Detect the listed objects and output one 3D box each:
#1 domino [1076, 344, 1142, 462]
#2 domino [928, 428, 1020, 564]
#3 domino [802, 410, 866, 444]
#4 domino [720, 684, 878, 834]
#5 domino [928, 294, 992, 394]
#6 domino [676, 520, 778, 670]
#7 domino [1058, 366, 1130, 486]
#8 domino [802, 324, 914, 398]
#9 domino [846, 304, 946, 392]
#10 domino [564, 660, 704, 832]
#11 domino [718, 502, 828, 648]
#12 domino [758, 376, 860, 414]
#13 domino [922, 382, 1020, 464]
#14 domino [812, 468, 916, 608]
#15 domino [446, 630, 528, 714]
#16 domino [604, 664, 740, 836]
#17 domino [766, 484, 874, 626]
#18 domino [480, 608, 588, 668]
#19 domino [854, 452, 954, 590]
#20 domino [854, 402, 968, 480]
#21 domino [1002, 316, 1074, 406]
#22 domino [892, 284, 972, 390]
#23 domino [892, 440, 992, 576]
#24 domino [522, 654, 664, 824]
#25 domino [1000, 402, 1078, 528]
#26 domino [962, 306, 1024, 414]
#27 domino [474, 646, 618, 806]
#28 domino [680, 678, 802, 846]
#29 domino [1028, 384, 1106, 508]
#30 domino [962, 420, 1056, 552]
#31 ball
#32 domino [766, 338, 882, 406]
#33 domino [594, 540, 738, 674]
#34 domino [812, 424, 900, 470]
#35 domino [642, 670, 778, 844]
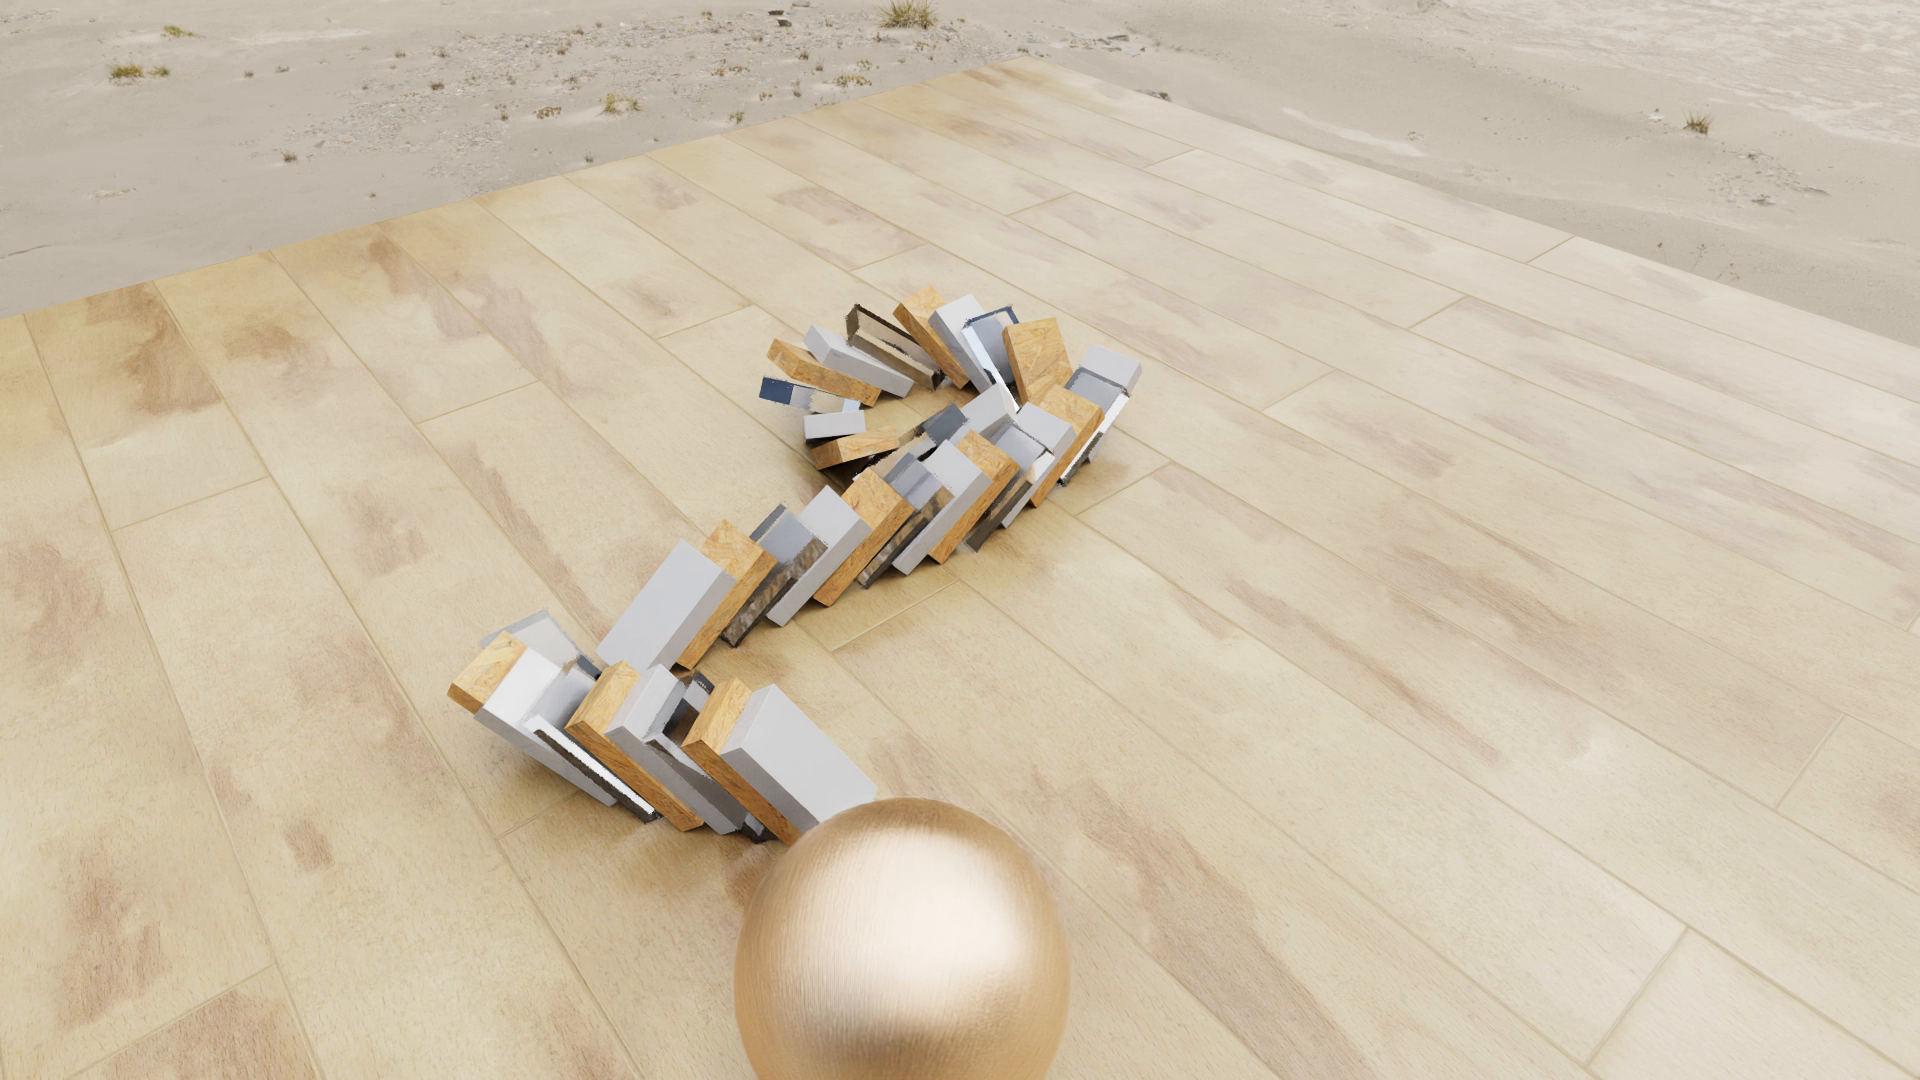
[{"bbox_3d":[0.060,-0.062,0.499,0.025,0.009,0.050,26,77,24],"label":"domino"},{"bbox_3d":[-0.001,-0.018,0.443,0.050,0.009,0.025,-51,52,0],"label":"domino"},{"bbox_3d":[-0.056,-0.049,0.482,0.025,0.010,0.050,-7,4,-8],"label":"domino"},{"bbox_3d":[-0.047,0.070,0.330,0.010,0.050,0.025,-24,27,32],"label":"domino"},{"bbox_3d":[0.009,-0.094,0.537,0.025,0.010,0.050,-32,84,-34],"label":"domino"},{"bbox_3d":[-0.092,0.019,0.400,0.025,0.010,0.050,33,82,34],"label":"domino"},{"bbox_3d":[0.050,-0.051,0.485,0.025,0.010,0.050,31,80,30],"label":"domino"},{"bbox_3d":[-0.048,-0.085,0.526,0.050,0.010,0.025,17,25,-40],"label":"domino"},{"bbox_3d":[-0.031,-0.094,0.536,0.050,0.010,0.025,26,30,-27],"label":"domino"},{"bbox_3d":[-0.094,0.063,0.338,0.010,0.050,0.025,-25,27,32],"label":"domino"},{"bbox_3d":[-0.075,0.013,0.408,0.050,0.010,0.025,-47,52,-3],"label":"domino"},{"bbox_3d":[-0.067,-0.064,0.499,0.025,0.010,0.050,15,5,18],"label":"domino"},{"bbox_3d":[0.001,-0.045,0.476,0.050,0.010,0.025,-34,36,18],"label":"domino"},{"bbox_3d":[-0.043,-0.001,0.423,0.050,0.009,0.025,-49,50,1],"label":"domino"},{"bbox_3d":[-0.136,0.054,0.357,0.050,0.010,0.025,37,43,-6],"label":"domino"},{"bbox_3d":[-0.082,0.064,0.336,0.010,0.050,0.025,-25,28,32],"label":"domino"},{"bbox_3d":[-0.059,0.006,0.416,0.050,0.010,0.025,-47,50,-1],"label":"domino"},{"bbox_3d":[-0.146,0.046,0.387,0.025,0.010,0.050,-29,47,-31],"label":"domino"},{"bbox_3d":[-0.028,-0.008,0.430,0.050,0.010,0.025,-47,52,3],"label":"domino"},{"bbox_3d":[-0.021,-0.038,0.465,0.050,0.009,0.025,-27,17,44],"label":"domino"},{"bbox_3d":[0.039,-0.078,0.516,0.025,0.010,0.050,-13,79,-15],"label":"domino"},{"bbox_3d":[-0.007,-0.101,0.544,0.050,0.009,0.025,48,48,-1],"label":"domino"},{"bbox_3d":[-0.013,-0.013,0.436,0.050,0.009,0.025,-47,53,3],"label":"domino"},{"bbox_3d":[-0.107,0.062,0.340,0.010,0.050,0.025,-27,26,34],"label":"domino"},{"bbox_3d":[0.024,-0.032,0.463,0.025,0.009,0.050,33,80,33],"label":"domino"},{"bbox_3d":[0.024,-0.086,0.527,0.025,0.009,0.050,-24,80,-27],"label":"domino"},{"bbox_3d":[-0.123,0.059,0.346,0.050,0.009,0.025,39,43,-16],"label":"domino"},{"bbox_3d":[-0.059,0.068,0.332,0.009,0.050,0.025,-24,27,32],"label":"domino"},{"bbox_3d":[0.037,-0.041,0.474,0.025,0.010,0.050,33,80,32],"label":"domino"},{"bbox_3d":[0.013,-0.023,0.450,0.050,0.010,0.025,-50,52,-1],"label":"domino"},{"bbox_3d":[-0.013,0.103,0.263,0.080,0.080,0.080,0,39,0],"label":"ball"},{"bbox_3d":[-0.064,-0.078,0.517,0.050,0.009,0.025,14,20,-46],"label":"domino"},{"bbox_3d":[-0.104,0.027,0.390,0.025,0.009,0.050,31,80,33],"label":"domino"},{"bbox_3d":[-0.045,-0.039,0.469,0.025,0.010,0.050,-17,5,-19],"label":"domino"},{"bbox_3d":[-0.071,0.066,0.334,0.010,0.050,0.025,-24,27,32],"label":"domino"}]
